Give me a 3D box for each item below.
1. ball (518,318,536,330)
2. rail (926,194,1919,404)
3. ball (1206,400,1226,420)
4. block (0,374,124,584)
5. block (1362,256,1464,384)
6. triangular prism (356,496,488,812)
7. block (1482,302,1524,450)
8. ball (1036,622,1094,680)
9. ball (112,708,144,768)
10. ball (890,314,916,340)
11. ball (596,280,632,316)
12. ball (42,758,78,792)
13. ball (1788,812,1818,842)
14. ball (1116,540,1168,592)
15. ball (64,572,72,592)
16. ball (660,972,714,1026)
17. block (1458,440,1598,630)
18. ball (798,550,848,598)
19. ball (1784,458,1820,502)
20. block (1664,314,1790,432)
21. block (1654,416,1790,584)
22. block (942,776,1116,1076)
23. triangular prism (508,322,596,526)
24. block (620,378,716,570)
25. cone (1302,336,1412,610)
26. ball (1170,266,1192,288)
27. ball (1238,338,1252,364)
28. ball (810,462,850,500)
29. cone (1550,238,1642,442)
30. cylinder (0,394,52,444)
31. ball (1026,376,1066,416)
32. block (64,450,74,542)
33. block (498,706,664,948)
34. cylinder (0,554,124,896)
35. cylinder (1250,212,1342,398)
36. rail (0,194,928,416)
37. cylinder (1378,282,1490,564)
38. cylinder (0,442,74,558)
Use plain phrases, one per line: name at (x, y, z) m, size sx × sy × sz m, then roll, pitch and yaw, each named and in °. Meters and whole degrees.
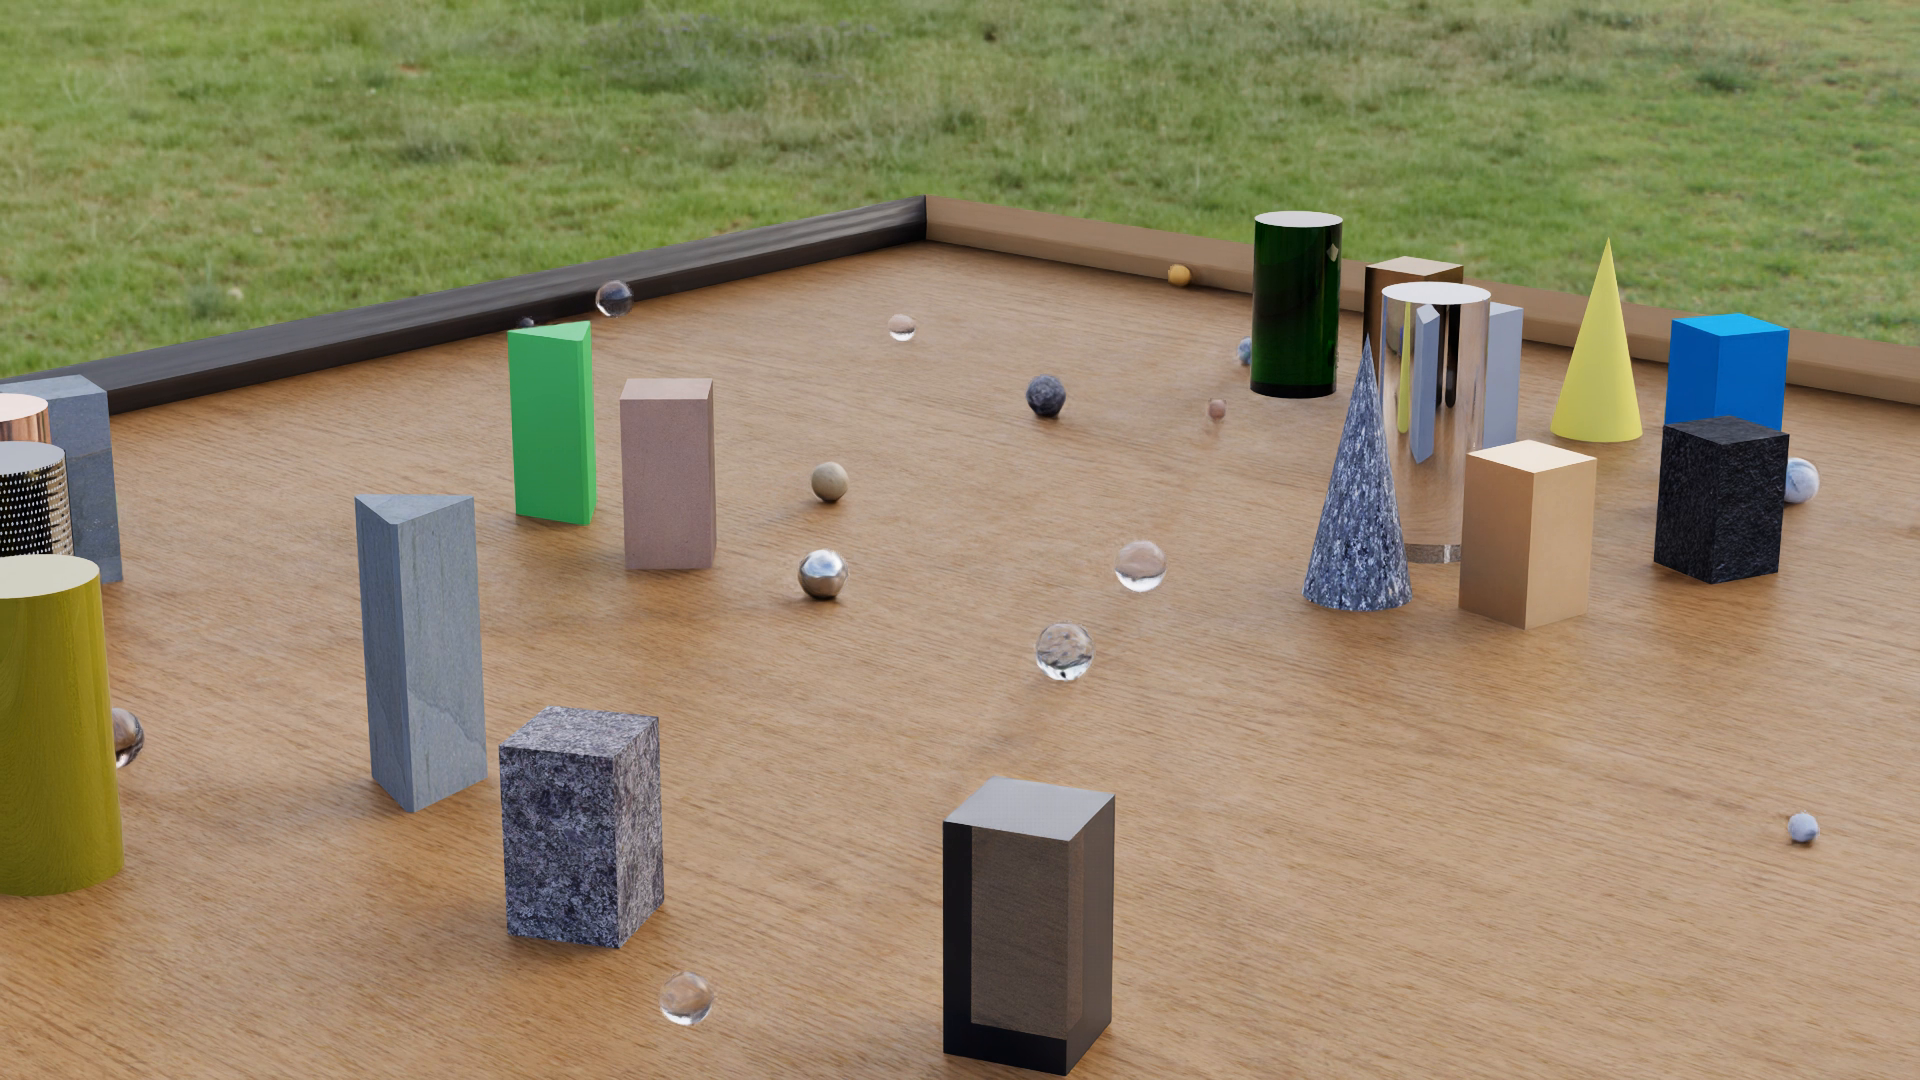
ball at (-1.046, -0.515, 7.076) m, size 0.043 × 0.043 × 0.043 m, roll 0°, pitch 17°, yaw 0°
rail at (1.555, -0.486, 6.835) m, size 4.416 × 0.125 × 0.045 m, roll 14°, pitch 22°, yaw 39°
ball at (0.551, -0.280, 6.297) m, size 0.043 × 0.043 × 0.043 m, roll 0°, pitch 17°, yaw 0°
block at (-1.593, -0.100, 5.179) m, size 0.155 × 0.345 × 0.155 m, roll -11°, pitch 20°, yaw -31°
block at (1.001, -0.467, 6.496) m, size 0.155 × 0.286 × 0.155 m, roll 15°, pitch 22°, yaw 40°
triangular prism at (-0.798, 0.151, 4.204) m, size 0.145 × 0.427 × 0.167 m, roll 10°, pitch 19°, yaw 30°
block at (1.047, -0.339, 6.066) m, size 0.155 × 0.290 × 0.155 m, roll -14°, pitch 22°, yaw -39°
ball at (0.167, 0.178, 4.691) m, size 0.094 × 0.094 × 0.094 m, roll 0°, pitch 17°, yaw 0°
ball at (-1.250, 0.292, 4.322) m, size 0.091 × 0.091 × 0.091 m, roll 0°, pitch 17°, yaw 0°
ball at (-0.138, -0.508, 7.019) m, size 0.063 × 0.063 × 0.063 m, roll 0°, pitch 17°, yaw 0°
ball at (-0.859, -0.598, 7.276) m, size 0.088 × 0.088 × 0.088 m, roll 0°, pitch 17°, yaw 0°
ball at (-1.300, 0.340, 4.234) m, size 0.050 × 0.050 × 0.050 m, roll 0°, pitch 17°, yaw 0°
ball at (1.167, 0.398, 4.058) m, size 0.040 × 0.040 × 0.040 m, roll 0°, pitch 17°, yaw 0°
ball at (0.317, 0.046, 5.137) m, size 0.091 × 0.091 × 0.091 m, roll 0°, pitch 17°, yaw 0°
ball at (-1.575, 0.076, 5.118) m, size 0.044 × 0.044 × 0.044 m, roll 0°, pitch 17°, yaw 0°
ball at (-0.328, 0.549, 3.515) m, size 0.064 × 0.064 × 0.064 m, roll 0°, pitch 17°, yaw 0°
block at (0.968, -0.011, 5.006) m, size 0.155 × 0.275 × 0.155 m, roll -12°, pitch 21°, yaw -35°
ball at (-0.239, 0.059, 5.099) m, size 0.086 × 0.086 × 0.086 m, roll 0°, pitch 17°, yaw 0°
ball at (1.619, -0.115, 5.677) m, size 0.087 × 0.087 × 0.087 m, roll 0°, pitch 17°, yaw 0°
block at (1.454, -0.233, 5.587) m, size 0.155 × 0.364 × 0.155 m, roll -6°, pitch 18°, yaw -20°
block at (1.361, -0.074, 5.247) m, size 0.155 × 0.256 × 0.155 m, roll -9°, pitch 19°, yaw -26°
block at (0.081, 0.451, 3.444) m, size 0.155 × 0.293 × 0.155 m, roll 7°, pitch 18°, yaw 22°
triangular prism at (-0.743, -0.229, 5.586) m, size 0.167 × 0.357 × 0.145 m, roll 9°, pitch 19°, yaw 27°
block at (-0.526, -0.121, 5.301) m, size 0.155 × 0.314 × 0.155 m, roll 0°, pitch 17°, yaw -1°
cone at (0.695, -0.130, 5.066) m, size 0.193 × 0.469 × 0.193 m, roll 0°, pitch 17°, yaw 0°
ball at (0.572, -0.686, 7.618) m, size 0.057 × 0.057 × 0.057 m, roll 0°, pitch 17°, yaw 0°
ball at (0.674, -0.438, 6.789) m, size 0.062 × 0.062 × 0.062 m, roll 0°, pitch 17°, yaw 0°
ball at (-0.252, -0.113, 5.691) m, size 0.075 × 0.075 × 0.075 m, roll 0°, pitch 17°, yaw 0°
cone at (1.348, -0.432, 6.154) m, size 0.193 × 0.417 × 0.193 m, roll 0°, pitch 17°, yaw 0°
cylinder at (-1.506, 0.018, 4.585) m, size 0.193 × 0.462 × 0.193 m, roll 0°, pitch 17°, yaw 0°
ball at (0.186, -0.310, 6.326) m, size 0.085 × 0.085 × 0.085 m, roll 0°, pitch 17°, yaw 0°
block at (-1.608, 0.000, 4.946) m, size 0.155 × 0.288 × 0.155 m, roll 5°, pitch 17°, yaw 16°
block at (-0.485, 0.368, 3.779) m, size 0.155 × 0.259 × 0.155 m, roll 5°, pitch 17°, yaw 15°
cylinder at (-1.232, 0.245, 3.914) m, size 0.193 × 0.414 × 0.193 m, roll 0°, pitch 17°, yaw 0°
cylinder at (0.746, -0.524, 6.516) m, size 0.193 × 0.384 × 0.193 m, roll 0°, pitch 17°, yaw 0°
rail at (-1.649, -0.382, 6.491) m, size 0.045 × 0.125 × 4.792 m, roll 14°, pitch 22°, yaw 39°
cylinder at (0.854, -0.214, 5.327) m, size 0.193 × 0.478 × 0.193 m, roll 0°, pitch 17°, yaw 0°
cylinder at (-1.392, 0.104, 4.295) m, size 0.193 × 0.464 × 0.193 m, roll 0°, pitch 17°, yaw 0°
